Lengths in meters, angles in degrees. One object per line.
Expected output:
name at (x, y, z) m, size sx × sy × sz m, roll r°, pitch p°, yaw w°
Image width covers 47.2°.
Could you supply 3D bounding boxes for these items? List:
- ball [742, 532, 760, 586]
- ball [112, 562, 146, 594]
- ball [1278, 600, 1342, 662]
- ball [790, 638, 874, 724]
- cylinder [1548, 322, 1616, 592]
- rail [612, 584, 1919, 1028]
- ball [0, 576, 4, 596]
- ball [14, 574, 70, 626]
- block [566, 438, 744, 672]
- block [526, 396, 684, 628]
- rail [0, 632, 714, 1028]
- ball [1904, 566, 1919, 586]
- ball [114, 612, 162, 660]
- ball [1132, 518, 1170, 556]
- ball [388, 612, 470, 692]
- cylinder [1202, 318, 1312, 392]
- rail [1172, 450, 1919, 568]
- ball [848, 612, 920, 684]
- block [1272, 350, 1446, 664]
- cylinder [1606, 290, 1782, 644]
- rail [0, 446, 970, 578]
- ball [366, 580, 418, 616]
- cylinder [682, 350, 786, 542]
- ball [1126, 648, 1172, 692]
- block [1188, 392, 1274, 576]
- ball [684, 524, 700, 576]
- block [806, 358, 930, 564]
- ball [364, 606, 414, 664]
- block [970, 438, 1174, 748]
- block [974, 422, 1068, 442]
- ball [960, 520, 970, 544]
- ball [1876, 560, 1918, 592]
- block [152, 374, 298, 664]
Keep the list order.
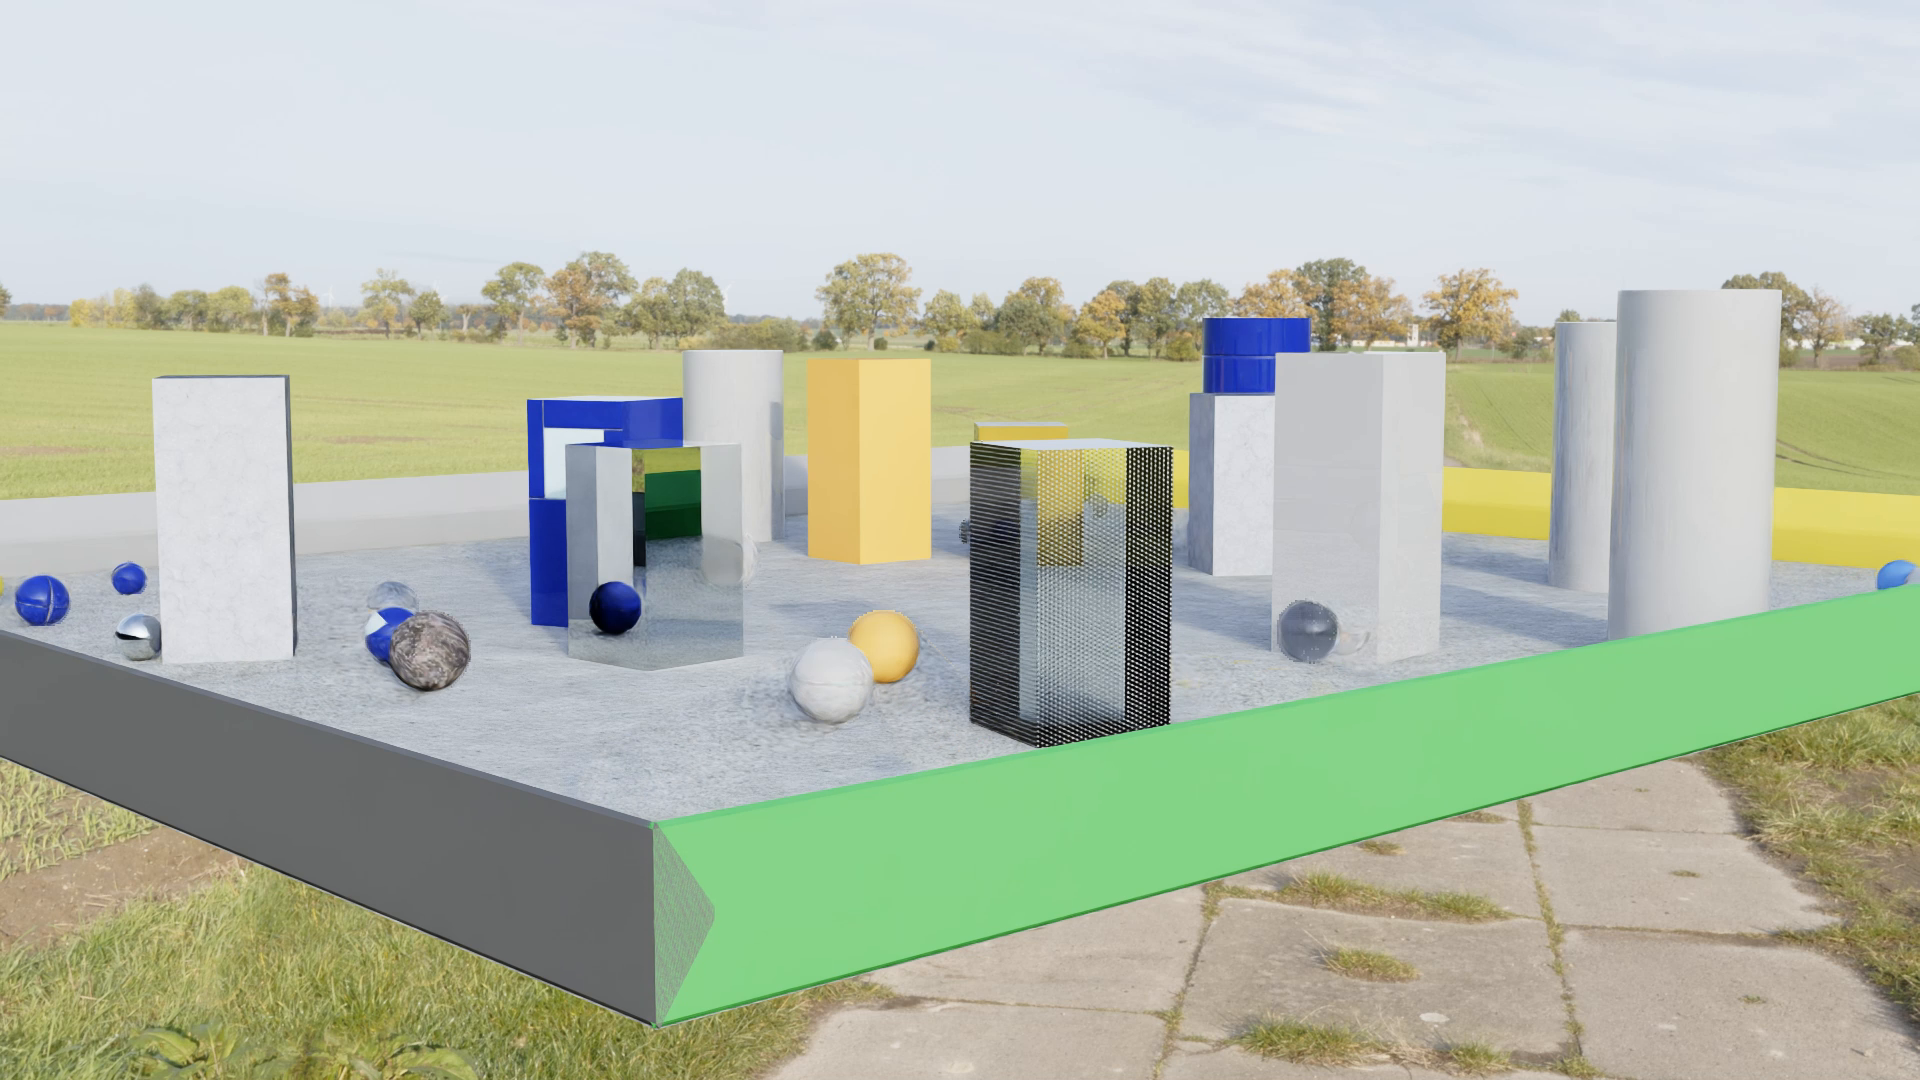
ball at (-0.370, 0.031, 3.529) m, size 0.095 × 0.095 × 0.095 m, roll 0°, pitch 6°, yaw 0°
ball at (-1.306, 0.060, 3.454) m, size 0.052 × 0.052 × 0.052 m, roll 0°, pitch 6°, yaw 0°
ball at (0.444, 0.116, 2.790) m, size 0.079 × 0.079 × 0.079 m, roll 0°, pitch 6°, yaw 0°
ball at (-0.139, 0.152, 2.379) m, size 0.092 × 0.092 × 0.092 m, roll 0°, pitch 6°, yaw 0°
cylinder at (1.058, -0.138, 3.552) m, size 0.198 × 0.425 × 0.198 m, roll 0°, pitch 6°, yaw 0°
rail at (0.886, 0.133, 2.377) m, size 2.968 × 0.128 × 0.045 m, roll -5°, pitch 8°, yaw -42°
ball at (-1.465, 0.069, 3.282) m, size 0.070 × 0.070 × 0.070 m, roll 0°, pitch 6°, yaw 0°
ball at (-1.299, 0.085, 3.112) m, size 0.073 × 0.073 × 0.073 m, roll 0°, pitch 6°, yaw 0°
block at (-0.391, 0.014, 2.818) m, size 0.158 × 0.275 × 0.158 m, roll 5°, pitch 8°, yaw 42°
block at (-0.505, -0.043, 3.150) m, size 0.158 × 0.320 × 0.158 m, roll 3°, pitch 7°, yaw 24°
rail at (-1.073, 0.136, 2.347) m, size 0.045 × 0.128 × 2.660 m, roll -5°, pitch 8°, yaw -42°
ball at (1.434, 0.072, 3.252) m, size 0.071 × 0.071 × 0.071 m, roll 0°, pitch 6°, yaw 0°
ball at (-1.048, 0.123, 2.807) m, size 0.061 × 0.061 × 0.061 m, roll 0°, pitch 6°, yaw 0°
ball at (0.348, -0.007, 4.015) m, size 0.070 × 0.070 × 0.070 m, roll 0°, pitch 6°, yaw 0°
ball at (-0.623, 0.131, 2.581) m, size 0.093 × 0.093 × 0.093 m, roll 0°, pitch 6°, yaw 0°
cylinder at (0.541, -0.191, 4.031) m, size 0.198 × 0.431 × 0.198 m, roll 0°, pitch 6°, yaw 0°
rail at (1.073, -0.069, 4.317) m, size 0.045 × 0.128 × 2.660 m, roll -5°, pitch 8°, yaw -42°
ball at (-0.092, 0.129, 2.635) m, size 0.086 × 0.086 × 0.086 m, roll 0°, pitch 6°, yaw 0°
block at (0.519, -0.048, 2.865) m, size 0.158 × 0.390 × 0.158 m, roll 5°, pitch 8°, yaw 41°
cylinder at (0.937, -0.083, 2.813) m, size 0.198 × 0.470 × 0.198 m, roll 0°, pitch 6°, yaw 0°
rail at (-0.886, -0.066, 4.287) m, size 2.968 × 0.128 × 0.045 m, roll -5°, pitch 8°, yaw -42°
ball at (-0.796, 0.091, 3.080) m, size 0.069 × 0.069 × 0.069 m, roll 0°, pitch 6°, yaw 0°
cylinder at (-0.443, -0.187, 4.308) m, size 0.198 × 0.366 × 0.198 m, roll 0°, pitch 6°, yaw 0°
ball at (0.221, 0.152, 2.576) m, size 0.052 × 0.052 × 0.052 m, roll 0°, pitch 6°, yaw 0°
block at (0.490, -0.099, 3.775) m, size 0.158 × 0.302 × 0.158 m, roll -1°, pitch 6°, yaw -10°
ball at (-0.478, 0.018, 3.629) m, size 0.099 × 0.099 × 0.099 m, roll 0°, pitch 6°, yaw 0°
block at (-0.164, -0.146, 3.958) m, size 0.158 × 0.358 × 0.158 m, roll -5°, pitch 8°, yaw -39°
ball at (-0.716, 0.120, 2.781) m, size 0.073 × 0.073 × 0.073 m, roll 0°, pitch 6°, yaw 0°
block at (0.116, 0.050, 2.333) m, size 0.158 × 0.304 × 0.158 m, roll -3°, pitch 7°, yaw -25°
block at (0.108, -0.088, 3.966) m, size 0.158 × 0.241 × 0.158 m, roll 0°, pitch 6°, yaw -3°
ball at (0.026, -0.016, 4.193) m, size 0.050 × 0.050 × 0.050 m, roll 0°, pitch 6°, yaw 0°
ball at (1.432, 0.064, 3.349) m, size 0.067 × 0.067 × 0.067 m, roll 0°, pitch 6°, yaw 0°
block at (-0.951, -0.032, 2.856) m, size 0.158 × 0.360 × 0.158 m, roll -2°, pitch 6°, yaw -14°
